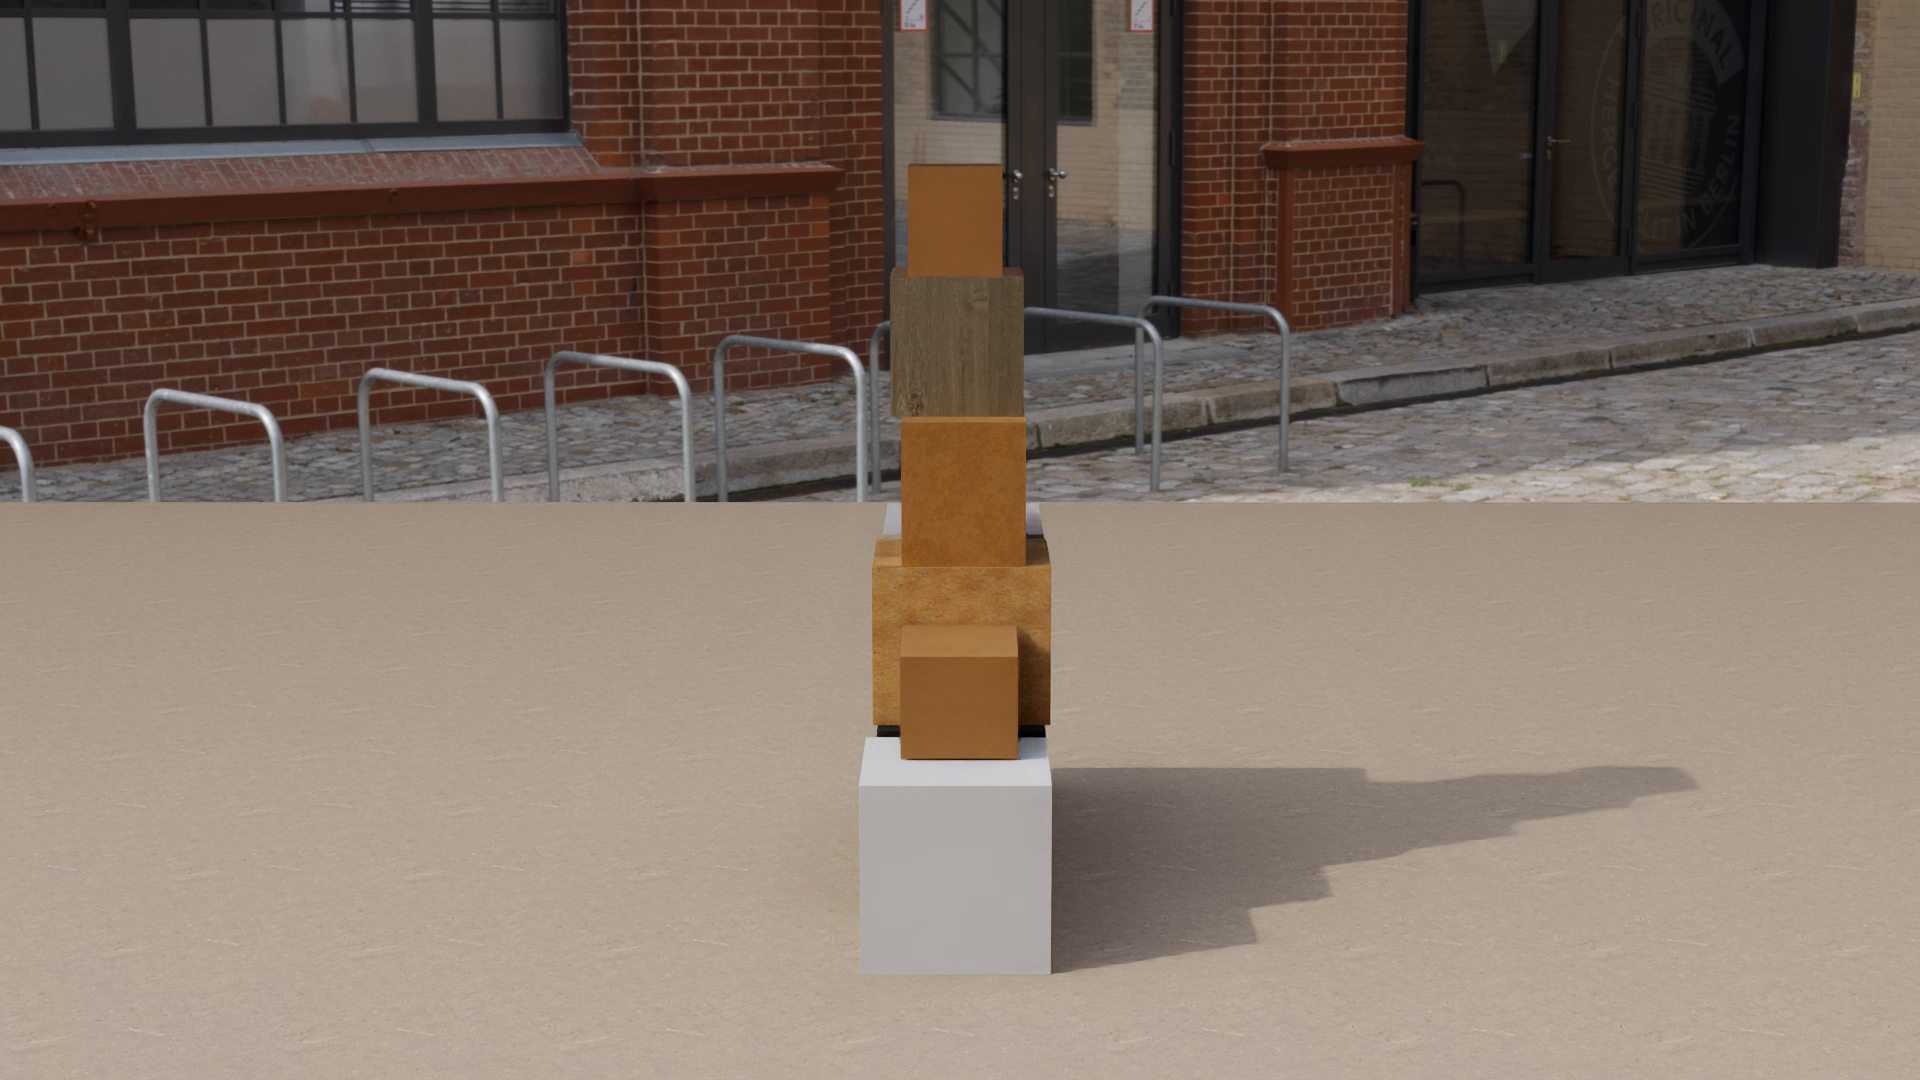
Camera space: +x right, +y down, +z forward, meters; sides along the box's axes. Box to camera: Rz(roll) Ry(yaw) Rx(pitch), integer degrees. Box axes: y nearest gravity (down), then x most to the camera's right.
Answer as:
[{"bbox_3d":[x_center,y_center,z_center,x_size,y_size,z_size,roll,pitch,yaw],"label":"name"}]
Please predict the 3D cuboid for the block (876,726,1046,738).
[{"bbox_3d":[0.005,1.128,11.141,0.706,0.795,0.702,0,10,0],"label":"block"}]

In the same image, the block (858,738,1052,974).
[{"bbox_3d":[-0.017,1.270,10.424,0.752,0.772,0.741,0,10,0],"label":"block"}]

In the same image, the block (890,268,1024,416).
[{"bbox_3d":[-0.013,-0.858,11.024,0.559,0.583,0.590,0,10,0],"label":"block"}]

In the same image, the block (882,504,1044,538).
[{"bbox_3d":[0.014,0.253,11.818,0.713,0.721,0.772,0,11,0],"label":"block"}]

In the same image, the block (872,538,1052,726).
[{"bbox_3d":[0.007,0.388,11.099,0.749,0.676,0.682,0,10,0],"label":"block"}]

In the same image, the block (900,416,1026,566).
[{"bbox_3d":[0.015,-0.232,10.914,0.518,0.609,0.505,0,10,0],"label":"block"}]

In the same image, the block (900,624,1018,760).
[{"bbox_3d":[-0.003,0.622,10.528,0.473,0.438,0.473,0,14,0],"label":"block"}]

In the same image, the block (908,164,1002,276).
[{"bbox_3d":[-0.020,-1.368,10.931,0.394,0.454,0.413,0,10,0],"label":"block"}]
